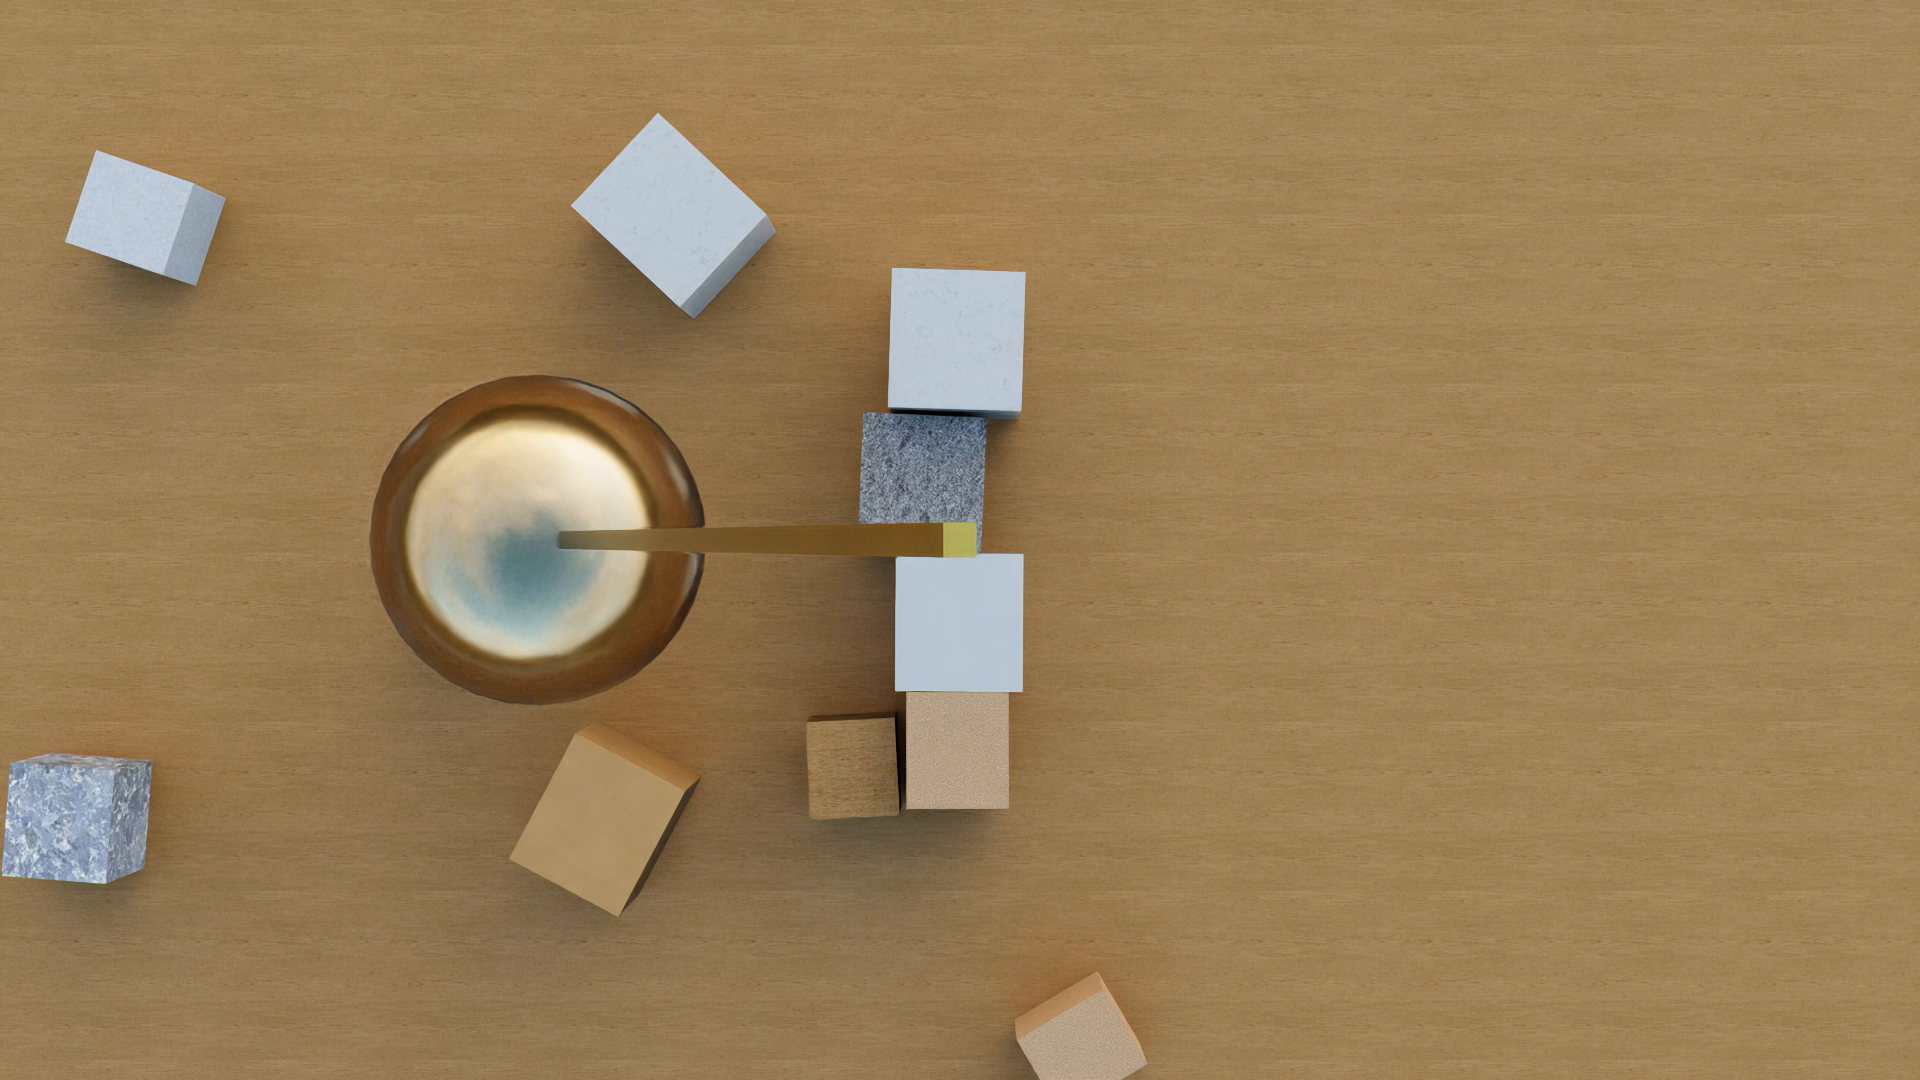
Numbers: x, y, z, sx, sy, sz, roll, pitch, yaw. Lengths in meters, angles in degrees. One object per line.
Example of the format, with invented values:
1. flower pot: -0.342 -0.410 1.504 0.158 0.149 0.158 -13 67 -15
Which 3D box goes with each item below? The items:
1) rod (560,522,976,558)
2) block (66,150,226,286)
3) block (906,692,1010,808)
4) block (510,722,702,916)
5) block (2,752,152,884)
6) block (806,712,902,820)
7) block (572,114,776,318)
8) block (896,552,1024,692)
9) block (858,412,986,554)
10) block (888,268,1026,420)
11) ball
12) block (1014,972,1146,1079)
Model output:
1. rod: -0.879 0.000 7.429 0.080 5.200 0.080 0 90 -20
2. block: -4.704 -1.855 12.727 0.583 0.545 0.548 19 90 0
3. block: -0.013 1.181 12.671 0.576 0.659 0.657 0 90 0
4. block: -2.017 1.583 12.610 0.690 0.779 0.793 28 90 0
5. block: -5.091 1.599 12.706 0.589 0.589 0.639 4 90 0
6. block: -0.613 1.304 12.770 0.509 0.460 0.557 -3 90 0
7. block: -1.633 -1.850 12.666 0.834 0.668 0.713 43 90 0
8. block: -0.004 0.463 12.669 0.715 0.663 0.775 0 90 0
9. block: -0.212 -0.320 12.662 0.693 0.677 0.760 3 90 0
10. block: -0.018 -1.106 12.566 0.736 0.869 0.766 2 90 0
11. ball: -2.029 0.000 10.629 1.600 1.600 1.600 0 90 0
12. block: 0.692 2.904 12.736 0.568 0.528 0.493 -30 90 0
